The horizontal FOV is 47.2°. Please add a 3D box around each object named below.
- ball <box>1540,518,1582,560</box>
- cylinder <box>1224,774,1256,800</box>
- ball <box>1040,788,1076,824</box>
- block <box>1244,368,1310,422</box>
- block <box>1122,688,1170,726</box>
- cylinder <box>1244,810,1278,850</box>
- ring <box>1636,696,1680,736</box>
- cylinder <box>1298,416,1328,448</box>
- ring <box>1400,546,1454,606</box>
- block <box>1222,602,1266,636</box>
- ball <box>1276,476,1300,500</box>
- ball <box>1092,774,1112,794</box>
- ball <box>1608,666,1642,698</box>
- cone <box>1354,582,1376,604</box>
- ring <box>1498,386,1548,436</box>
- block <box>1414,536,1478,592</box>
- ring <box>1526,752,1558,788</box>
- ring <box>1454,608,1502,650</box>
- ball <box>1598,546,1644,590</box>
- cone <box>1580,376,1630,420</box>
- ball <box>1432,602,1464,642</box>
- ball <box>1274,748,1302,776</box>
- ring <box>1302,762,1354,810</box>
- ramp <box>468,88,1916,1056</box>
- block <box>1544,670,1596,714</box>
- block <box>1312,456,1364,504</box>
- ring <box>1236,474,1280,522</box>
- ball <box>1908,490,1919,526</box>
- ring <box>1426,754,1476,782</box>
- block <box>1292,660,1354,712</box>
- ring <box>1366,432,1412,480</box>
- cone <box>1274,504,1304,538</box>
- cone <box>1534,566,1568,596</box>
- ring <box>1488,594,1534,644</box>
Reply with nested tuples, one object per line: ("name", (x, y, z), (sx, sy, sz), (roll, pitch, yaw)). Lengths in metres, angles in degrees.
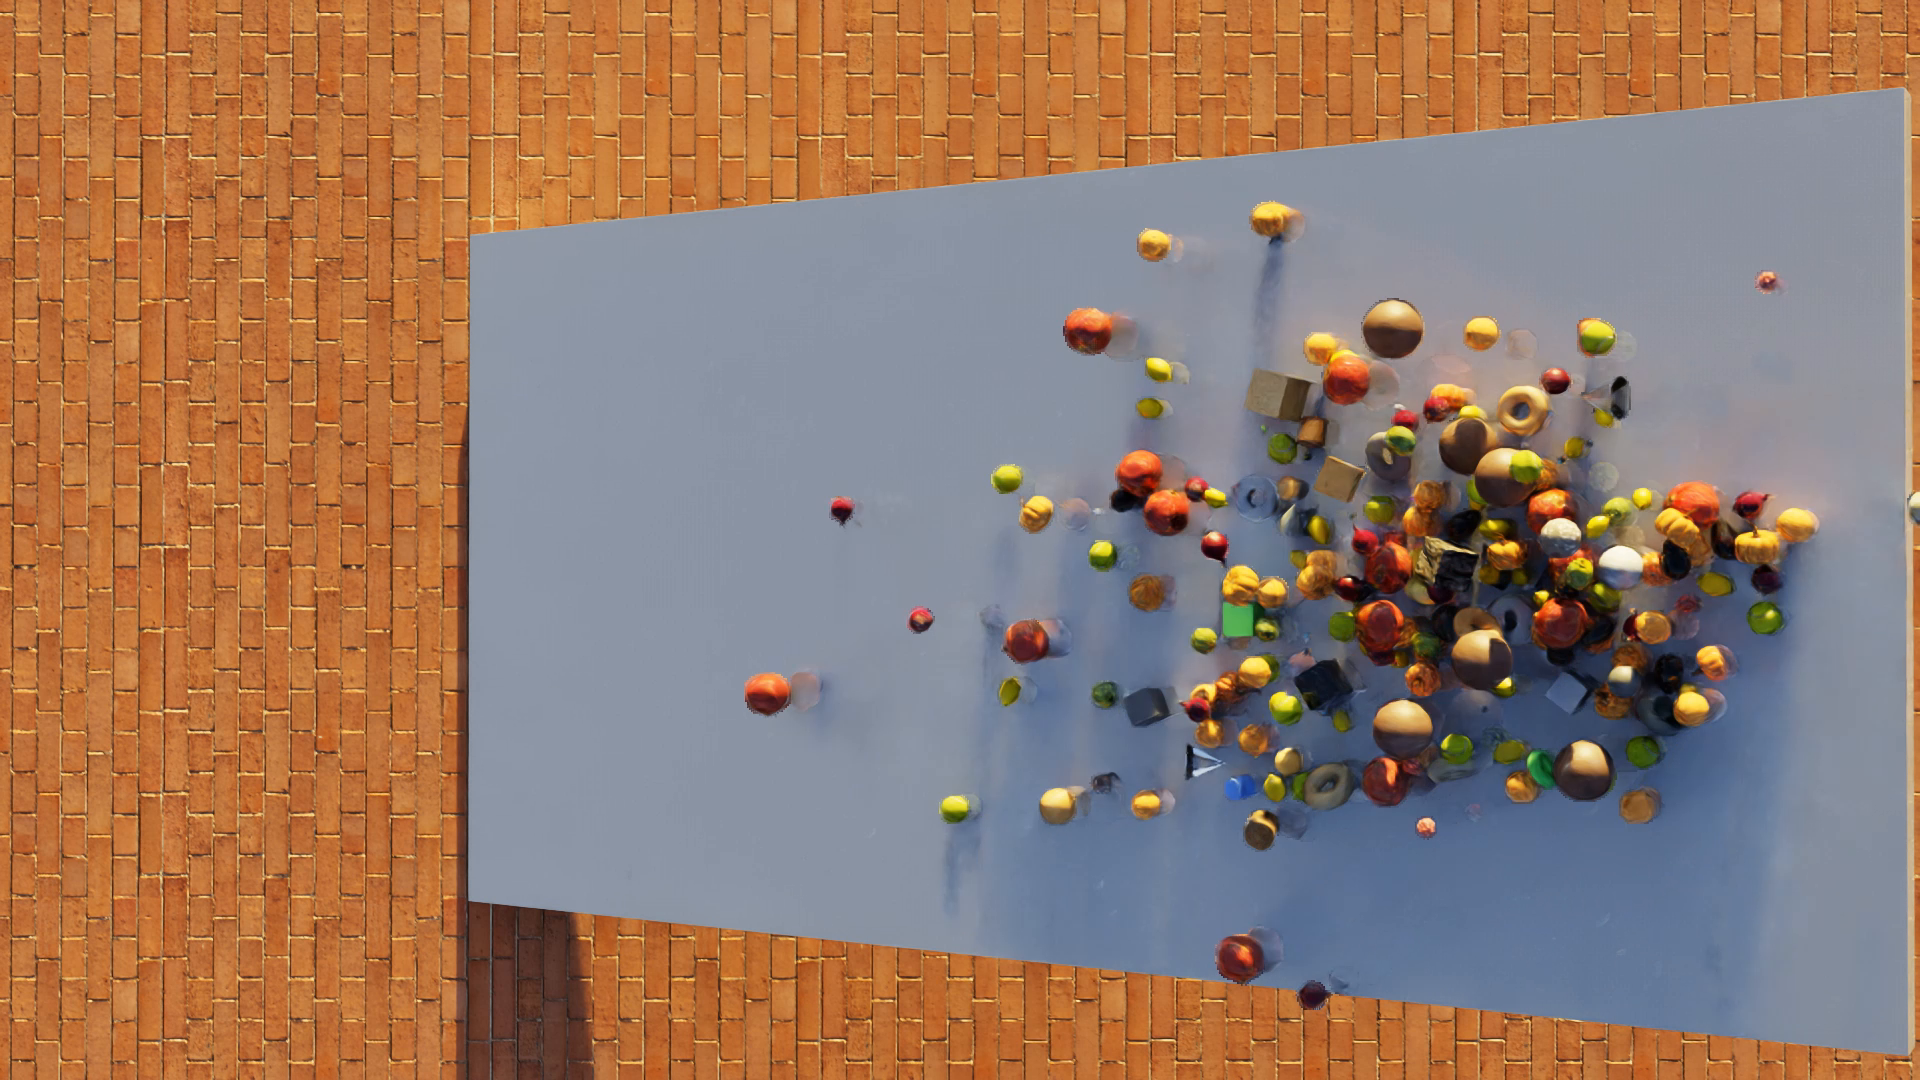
("ball", (1.267, -0.003, 4.641), (0.086, 0.086, 0.086), (0, 89, 0))
("cylinder", (0.670, 0.593, 5.265), (0.052, 0.052, 0.052), (-13, 89, -38))
("ball", (0.245, 0.667, 5.510), (0.090, 0.090, 0.090), (0, 89, 0))
("block", (0.750, -0.343, 5.201), (0.099, 0.099, 0.099), (21, 100, 40))
("block", (0.457, 0.409, 5.391), (0.073, 0.073, 0.073), (-28, 72, 28))
("cylinder", (0.713, 0.684, 5.192), (0.070, 0.070, 0.070), (5, 109, 16))
("ring", (1.502, 0.380, 4.729), (0.104, 0.104, 0.035), (31, 123, 0))
("cylinder", (0.830, -0.253, 5.171), (0.062, 0.062, 0.062), (12, 80, 0))
("ring", (1.075, 0.081, 5.042), (0.137, 0.046, 0.137), (2, 94, 31))
("block", (0.680, 0.189, 5.260), (0.077, 0.077, 0.077), (0, 90, 31))
("ball", (0.778, -0.123, 5.216), (0.055, 0.055, 0.055), (0, 89, 0))
("ball", (0.353, 0.608, 5.468), (0.050, 0.050, 0.050), (0, 89, 0))
("ball", (1.427, 0.304, 4.722), (0.070, 0.070, 0.070), (0, 89, 0))
("cone", (0.950, 0.117, 5.128), (0.053, 0.053, 0.053), (-14, 89, 5))
("ring", (1.262, -0.290, 4.937), (0.114, 0.038, 0.114), (0, 90, 32))
("block", (1.082, 0.054, 4.892), (0.089, 0.089, 0.089), (9, 105, -19))
("ring", (1.290, 0.507, 4.870), (0.029, 0.087, 0.087), (-39, 89, 36))
("ring", (1.156, 0.197, 4.910), (0.117, 0.117, 0.039), (22, 131, 0))
("ball", (1.426, 0.062, 4.746), (0.096, 0.096, 0.096), (0, 89, 0))
("cone", (1.401, -0.312, 4.818), (0.095, 0.095, 0.095), (5, 89, 42))
("ball", (1.117, 0.188, 4.989), (0.091, 0.091, 0.091), (0, 89, 0))
("ball", (0.777, 0.526, 5.206), (0.064, 0.064, 0.064), (0, 89, 0))
("ring", (0.854, 0.571, 5.095), (0.130, 0.130, 0.043), (-38, 123, 0))
("ramp", (0.266, 0.073, 5.614), (4.000, 0.100, 2.000), (0, 89, 31))
("block", (1.349, 0.335, 4.859), (0.068, 0.068, 0.068), (40, 108, 23))
("block", (0.862, -0.137, 5.003), (0.080, 0.080, 0.080), (25, 100, 16))
("ring", (0.712, -0.101, 5.266), (0.114, 0.038, 0.114), (-1, 88, 30))
("ball", (1.961, -0.063, 4.439), (0.087, 0.087, 0.087), (0, 89, 0))
("ring", (1.109, 0.515, 4.963), (0.112, 0.112, 0.037), (-10, 67, 0))
("block", (0.851, 0.339, 5.150), (0.086, 0.086, 0.086), (-36, 72, 26))
("ring", (0.990, -0.193, 5.078), (0.040, 0.120, 0.120), (-27, 89, -35))
("cone", (0.785, -0.058, 5.182), (0.074, 0.074, 0.074), (11, 126, 0))
("cone", (1.301, 0.100, 4.900), (0.071, 0.071, 0.071), (9, 69, -26))
("ring", (1.236, 0.178, 4.935), (0.039, 0.116, 0.116), (-12, 89, -42))
